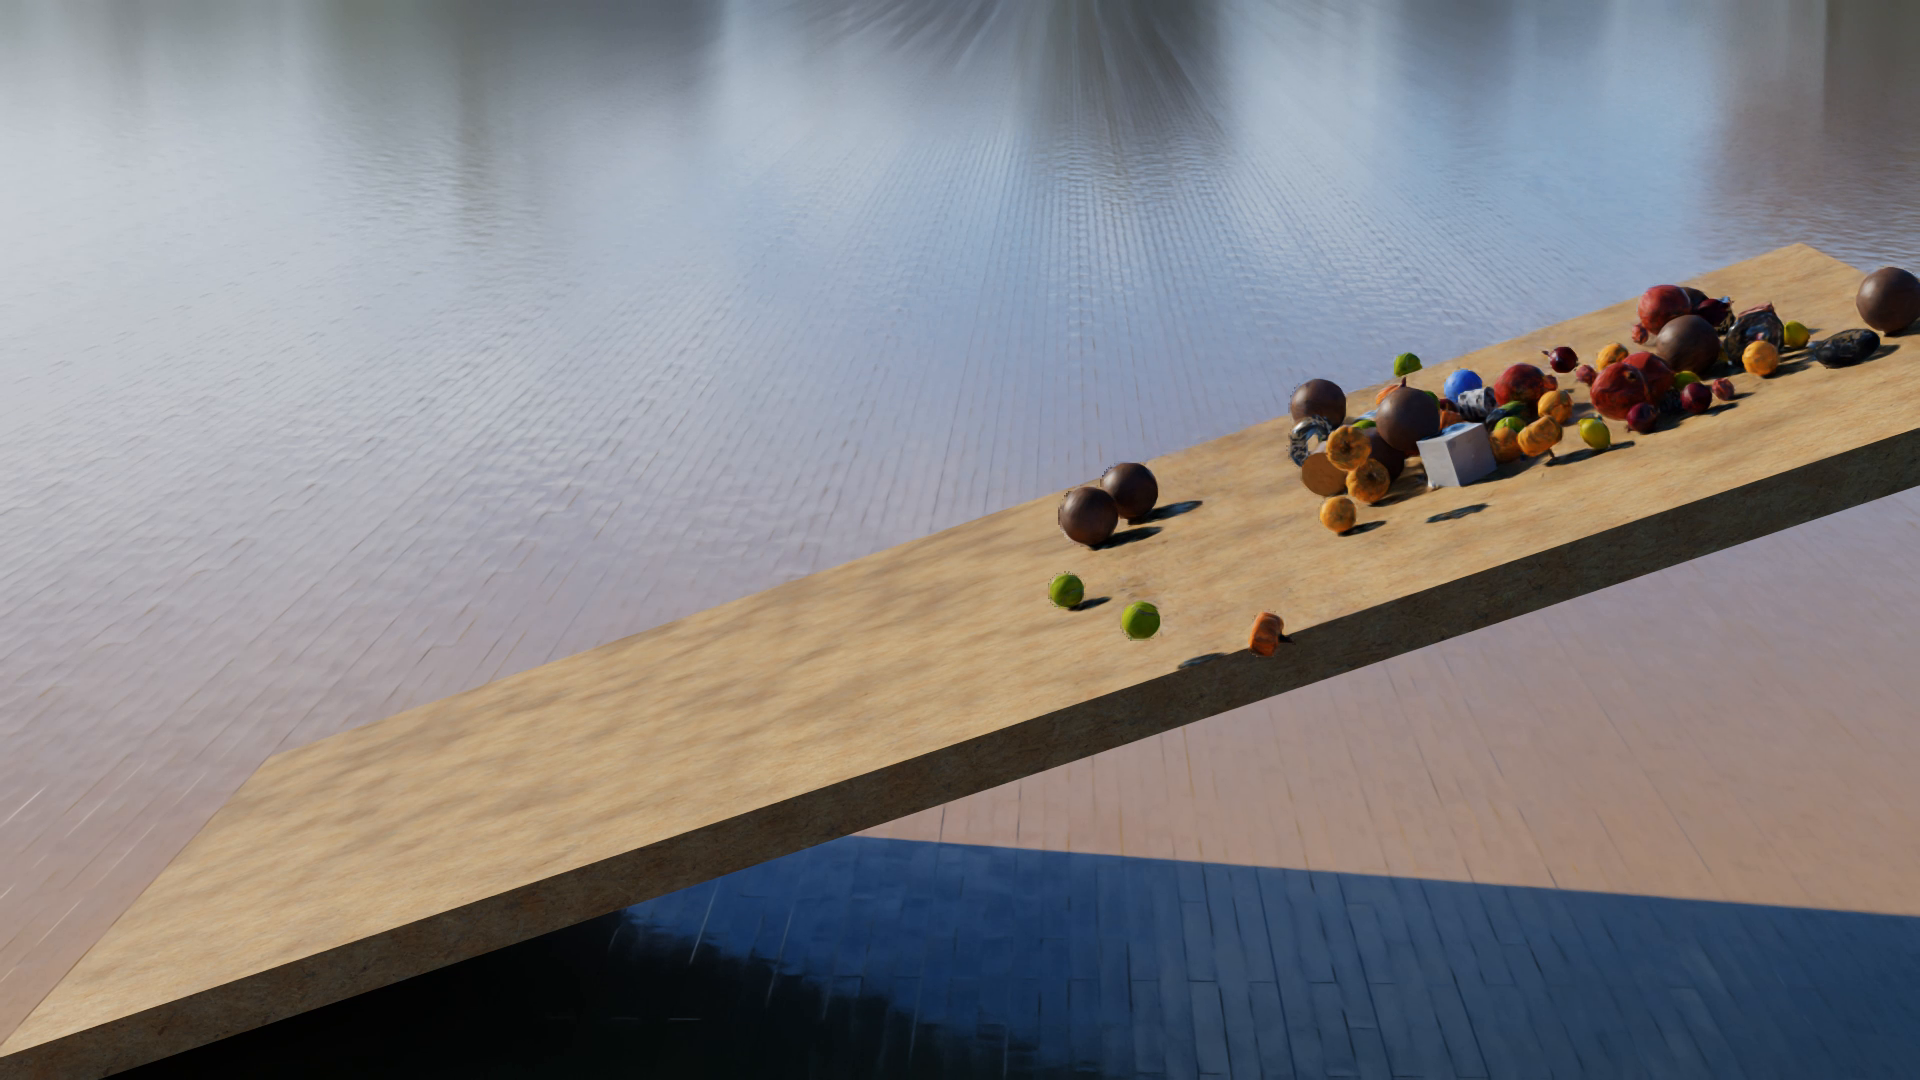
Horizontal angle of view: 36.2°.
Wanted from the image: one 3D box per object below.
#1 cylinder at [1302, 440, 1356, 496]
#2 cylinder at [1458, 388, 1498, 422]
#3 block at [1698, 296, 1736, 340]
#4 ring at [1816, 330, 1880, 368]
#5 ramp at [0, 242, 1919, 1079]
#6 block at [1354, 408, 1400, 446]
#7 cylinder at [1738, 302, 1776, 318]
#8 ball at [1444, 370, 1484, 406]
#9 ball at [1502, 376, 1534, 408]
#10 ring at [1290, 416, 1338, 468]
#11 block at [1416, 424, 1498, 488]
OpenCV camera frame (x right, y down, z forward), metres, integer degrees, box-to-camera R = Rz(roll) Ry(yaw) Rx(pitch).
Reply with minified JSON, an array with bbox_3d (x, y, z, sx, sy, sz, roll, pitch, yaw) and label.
[{"bbox_3d":[0.781,-0.153,6.226,0.098,0.098,0.098,4,18,18],"label":"cylinder"},{"bbox_3d":[1.127,-0.295,6.399,0.065,0.065,0.065,-10,3,40],"label":"cylinder"},{"bbox_3d":[1.650,-0.484,6.399,0.066,0.066,0.066,-16,12,19],"label":"block"},{"bbox_3d":[1.744,-0.377,5.775,0.125,0.042,0.125,-20,16,6],"label":"ring"},{"bbox_3d":[0.110,0.179,6.302,4.000,0.100,2.000,-19,11,6],"label":"ramp"},{"bbox_3d":[0.928,-0.253,6.550,0.061,0.061,0.061,-28,14,-38],"label":"block"},{"bbox_3d":[1.678,-0.451,6.162,0.072,0.072,0.072,-23,9,4],"label":"cylinder"},{"bbox_3d":[1.123,-0.338,6.560,0.085,0.085,0.085,0,12,0],"label":"ball"},{"bbox_3d":[1.208,-0.321,6.375,0.068,0.068,0.068,0,12,0],"label":"ball"},{"bbox_3d":[0.771,-0.213,6.425,0.040,0.121,0.121,18,-4,-44],"label":"ring"},{"bbox_3d":[1.001,-0.170,5.923,0.099,0.099,0.099,-25,12,-24],"label":"block"}]
